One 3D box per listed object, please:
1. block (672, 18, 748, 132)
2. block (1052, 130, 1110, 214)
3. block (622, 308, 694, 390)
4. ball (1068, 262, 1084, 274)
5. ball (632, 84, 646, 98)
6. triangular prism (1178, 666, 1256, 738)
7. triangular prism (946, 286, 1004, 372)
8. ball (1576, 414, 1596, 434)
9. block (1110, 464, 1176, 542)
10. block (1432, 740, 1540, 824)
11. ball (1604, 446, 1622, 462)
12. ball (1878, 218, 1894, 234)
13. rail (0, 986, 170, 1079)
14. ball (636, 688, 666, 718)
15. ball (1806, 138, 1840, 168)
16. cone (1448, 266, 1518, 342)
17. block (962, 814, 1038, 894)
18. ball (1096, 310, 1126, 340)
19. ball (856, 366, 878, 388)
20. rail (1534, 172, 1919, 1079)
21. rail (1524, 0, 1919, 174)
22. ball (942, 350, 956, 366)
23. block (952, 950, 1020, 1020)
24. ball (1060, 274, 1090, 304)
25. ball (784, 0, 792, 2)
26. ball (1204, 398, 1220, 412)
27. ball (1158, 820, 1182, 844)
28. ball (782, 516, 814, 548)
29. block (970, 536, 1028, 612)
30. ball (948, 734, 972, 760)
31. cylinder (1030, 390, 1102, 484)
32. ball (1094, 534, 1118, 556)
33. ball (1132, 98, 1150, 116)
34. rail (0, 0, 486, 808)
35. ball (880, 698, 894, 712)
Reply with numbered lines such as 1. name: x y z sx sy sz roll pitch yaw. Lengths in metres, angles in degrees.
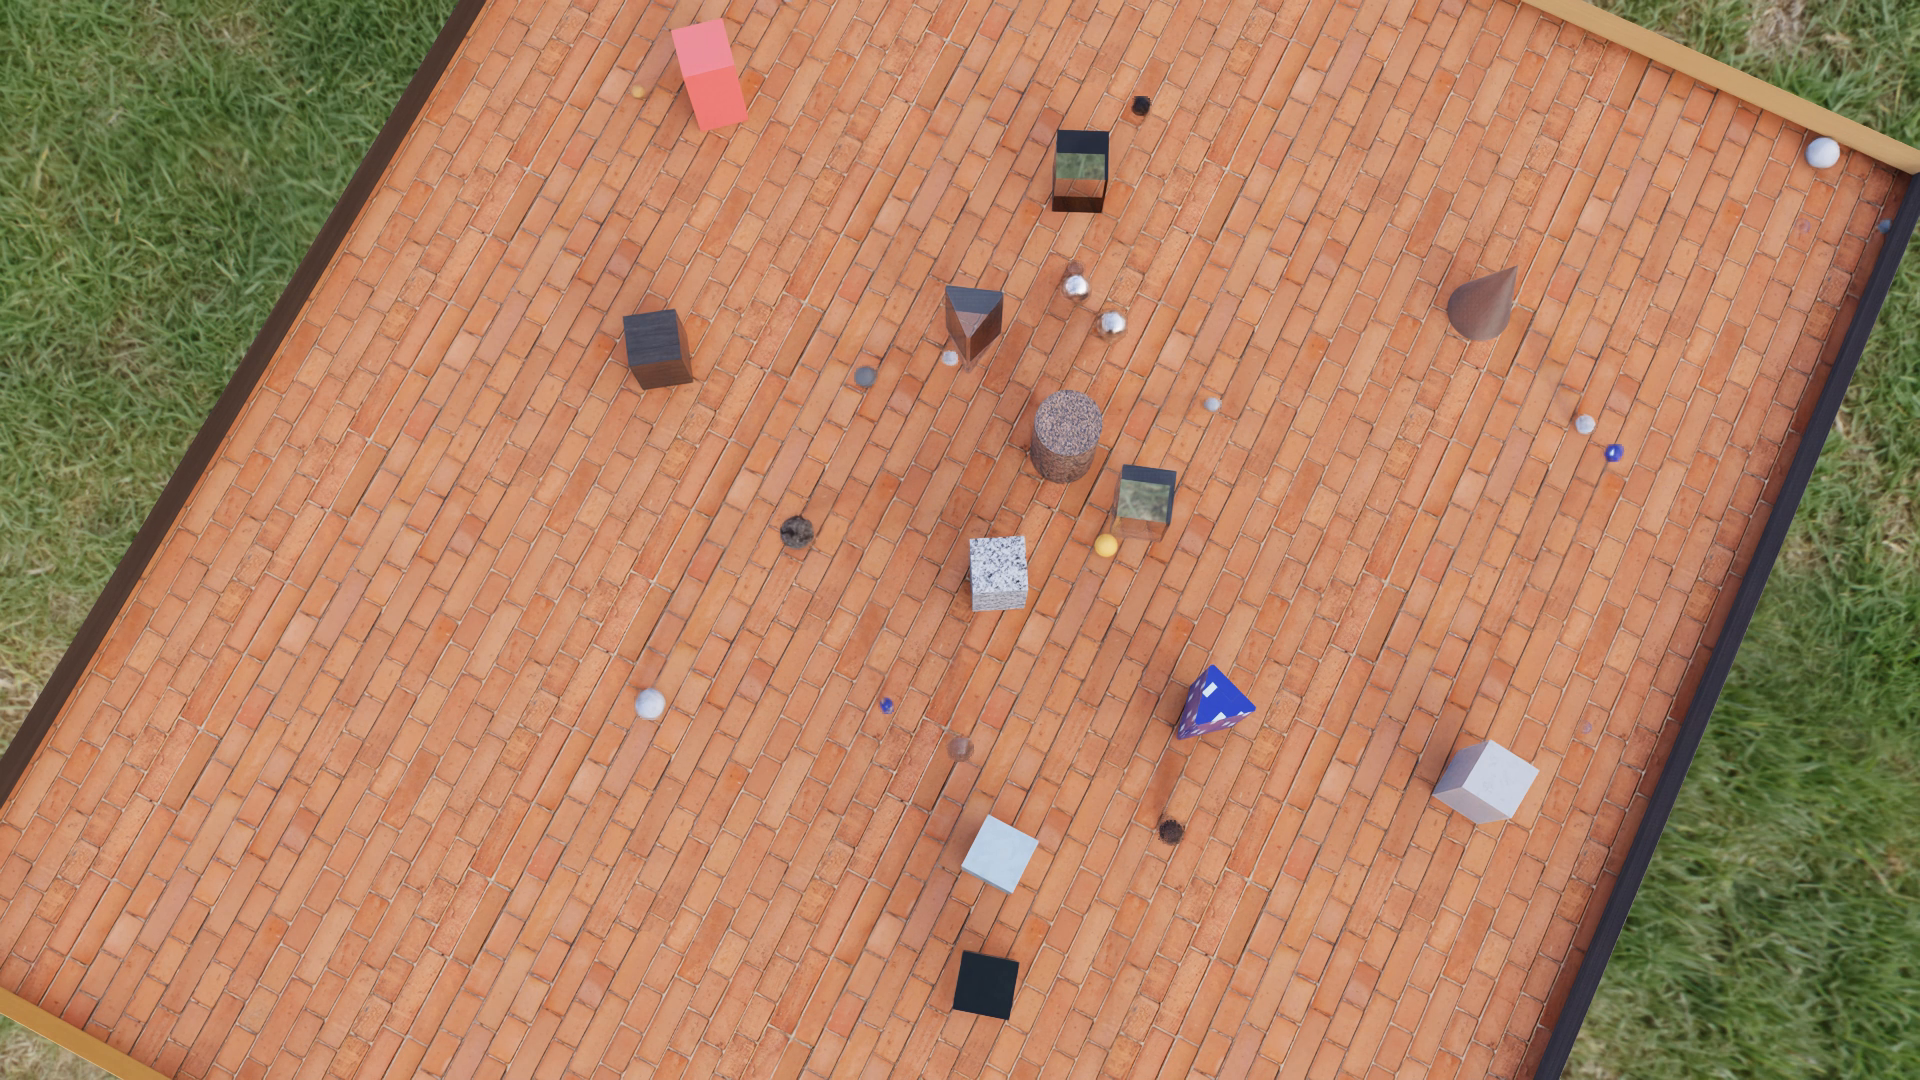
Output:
1. block: -0.776 -1.446 5.718 0.159 0.388 0.159 -15 79 -3
2. block: 0.374 -1.148 5.718 0.159 0.267 0.159 2 78 0
3. block: -0.922 -0.581 5.610 0.159 0.249 0.159 -9 78 -2
4. ball: 0.365 -0.851 5.766 0.051 0.051 0.051 0 78 0
5. ball: -1.033 -1.444 5.894 0.042 0.042 0.042 0 78 0
6. triangular prism: 0.717 0.462 5.293 0.172 0.446 0.149 -13 79 -3
7. triangular prism: 0.017 -0.667 5.568 0.149 0.365 0.172 36 81 7
8. ball: 1.932 -0.358 5.661 0.058 0.058 0.058 0 78 0
9. block: 0.547 -0.107 5.495 0.159 0.281 0.159 8 78 2
10. block: 1.514 0.703 5.297 0.159 0.342 0.159 33 80 6
11. ball: 2.013 -0.265 5.644 0.054 0.054 0.054 0 78 0
12. ball: 2.930 -0.992 5.797 0.049 0.049 0.049 0 78 0
13. rail: -1.087 2.135 5.108 4.422 0.129 0.045 26 80 5
14. ball: -0.924 0.488 5.470 0.089 0.089 0.089 0 78 0
15. ball: 2.742 -1.229 5.821 0.098 0.098 0.098 0 78 0
16. cone: 1.633 -0.763 5.562 0.199 0.416 0.199 0 78 0
17. block: 0.111 0.903 5.237 0.159 0.378 0.159 27 80 5
18. ball: 0.472 -0.668 5.707 0.094 0.094 0.094 0 78 0
19. ball: -0.290 -0.506 5.688 0.066 0.066 0.066 0 78 0
20. rail: 1.956 0.965 5.350 0.045 0.129 4.906 26 80 5
21. rail: 1.087 -2.121 5.989 4.422 0.129 0.045 26 80 5
22. ball: -0.033 -0.567 5.710 0.047 0.047 0.047 0 78 0
23. block: 0.072 1.260 5.203 0.159 0.300 0.159 11 79 2
24. ball: 0.361 -0.787 5.733 0.092 0.092 0.092 0 78 0
25. ball: -0.560 -1.787 5.946 0.080 0.080 0.080 0 78 0
26. ball: 0.780 -0.420 5.680 0.046 0.046 0.046 0 78 0
27. ball: 0.621 0.860 5.404 0.068 0.068 0.068 0 78 0
28. ball: -0.493 -0.023 5.571 0.099 0.099 0.099 0 78 0
29. block: 0.112 0.103 5.431 0.159 0.321 0.159 -3 78 -1
30. ball: 0.001 0.617 5.451 0.074 0.074 0.074 0 78 0
31. cylinder: 0.316 -0.306 5.502 0.199 0.349 0.199 0 78 0
32. ball: 0.444 0.016 5.577 0.071 0.071 0.071 0 78 0
33. ball: 0.579 -1.388 5.874 0.059 0.059 0.059 0 78 0
34. rail: -1.956 -0.951 5.747 0.045 0.129 4.906 26 80 5
35. ball: -0.219 0.494 5.493 0.041 0.041 0.041 0 78 0
